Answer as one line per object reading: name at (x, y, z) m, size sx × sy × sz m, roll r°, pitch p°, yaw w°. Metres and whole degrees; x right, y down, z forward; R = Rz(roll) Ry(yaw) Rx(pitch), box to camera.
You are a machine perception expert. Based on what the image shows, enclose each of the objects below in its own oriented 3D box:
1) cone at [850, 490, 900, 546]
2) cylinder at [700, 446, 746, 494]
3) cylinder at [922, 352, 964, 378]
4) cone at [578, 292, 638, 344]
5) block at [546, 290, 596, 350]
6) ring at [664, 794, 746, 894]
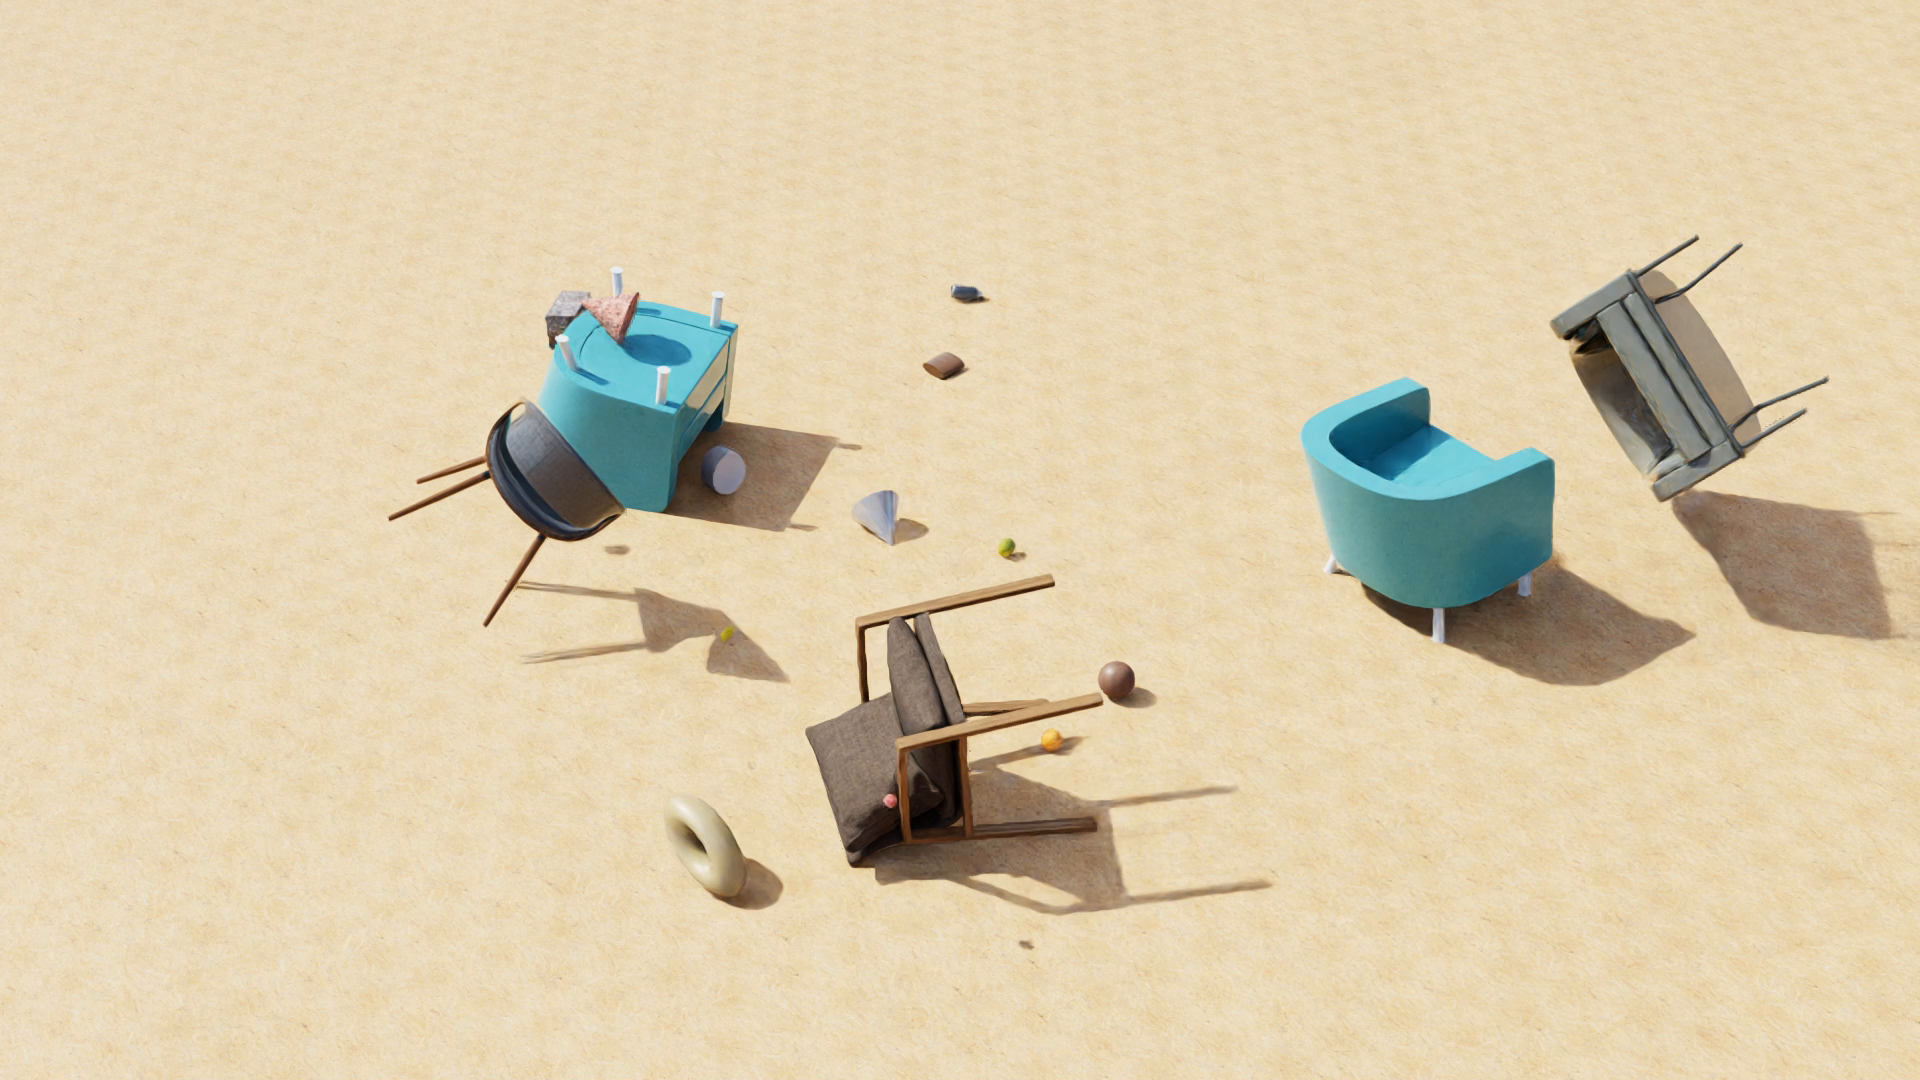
cone at (-0.286, -0.053, 10.946) m, size 0.193 × 0.197 × 0.186 m, roll -16°, pitch 64°, yaw -14°
cylinder at (-0.905, -0.266, 11.178) m, size 0.125 × 0.166 × 0.134 m, roll 19°, pitch 5°, yaw -30°
cylinder at (-0.067, -0.715, 11.985) m, size 0.122 × 0.048 × 0.125 m, roll 32°, pitch 45°, yaw 31°
cone at (-1.354, -0.875, 11.121) m, size 0.203 × 0.206 × 0.212 m, roll 21°, pitch 78°, yaw 0°
block at (-1.618, -0.913, 12.176) m, size 0.126 × 0.153 × 0.233 m, roll 2°, pitch 31°, yaw 11°
ring at (-0.806, 0.961, 9.254) m, size 0.114 × 0.207 × 0.380 m, roll -18°, pitch 63°, yaw -45°
